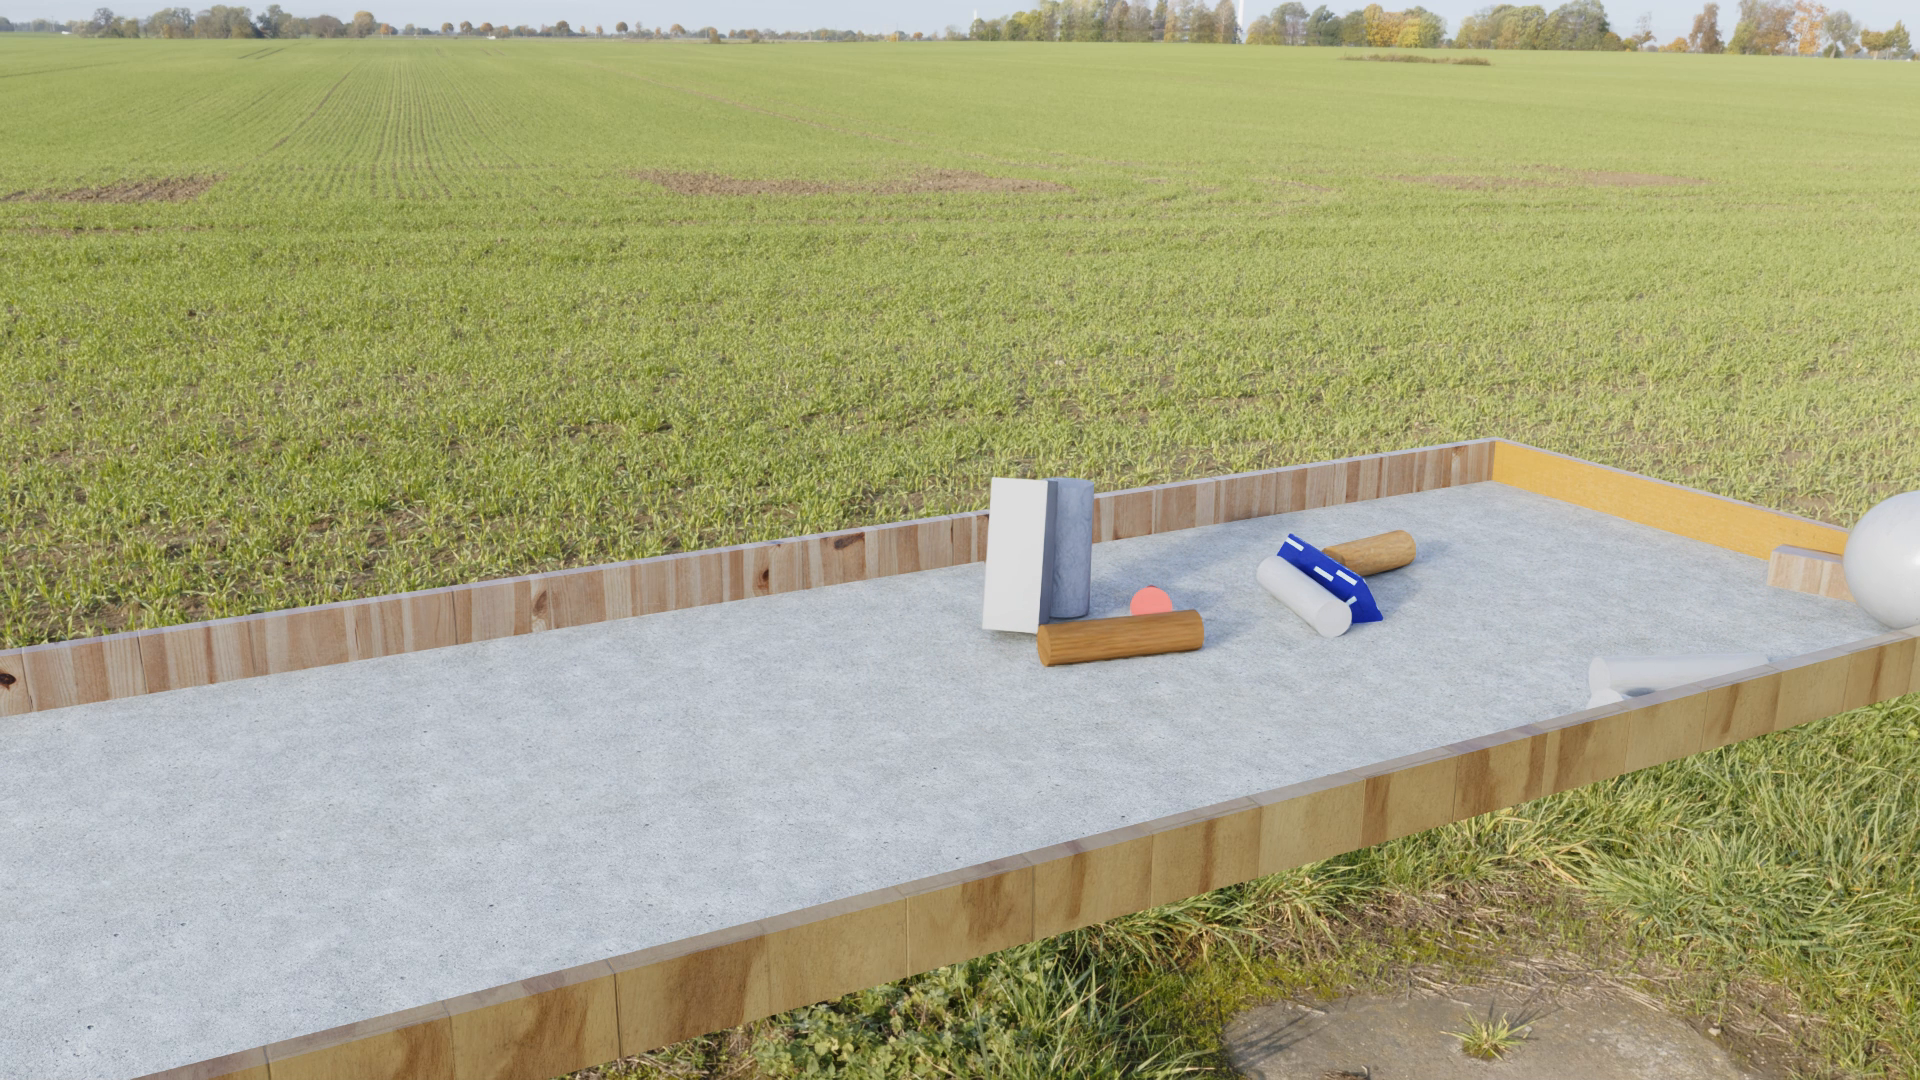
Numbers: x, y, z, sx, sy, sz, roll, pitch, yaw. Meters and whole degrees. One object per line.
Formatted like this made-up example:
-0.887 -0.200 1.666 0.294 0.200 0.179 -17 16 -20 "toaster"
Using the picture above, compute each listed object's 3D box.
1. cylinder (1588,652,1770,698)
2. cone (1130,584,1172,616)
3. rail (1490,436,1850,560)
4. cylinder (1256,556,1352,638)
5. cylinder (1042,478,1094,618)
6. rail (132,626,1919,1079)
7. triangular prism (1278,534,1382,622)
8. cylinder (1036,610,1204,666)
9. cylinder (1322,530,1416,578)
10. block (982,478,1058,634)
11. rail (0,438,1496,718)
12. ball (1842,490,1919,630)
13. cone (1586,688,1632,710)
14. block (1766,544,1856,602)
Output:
1.752 0.335 4.017 0.404 0.112 0.112 -1 16 -5 "cylinder"
0.547 0.159 4.714 0.113 0.113 0.386 2 8 7 "cone"
2.466 -0.048 5.253 0.050 0.150 2.100 -9 18 -27 "rail"
0.963 0.155 4.638 0.107 0.107 0.418 -3 17 -11 "cylinder"
0.290 0.019 4.622 0.159 0.367 0.159 1 13 0 "cylinder"
-2.336 1.006 1.665 12.000 0.150 0.050 -9 18 -27 "rail"
1.051 0.103 4.767 0.147 0.127 0.458 -4 17 -13 "triangular prism"
0.419 0.254 4.300 0.425 0.107 0.107 -5 17 -16 "cylinder"
1.232 0.050 4.986 0.312 0.112 0.112 -11 20 -34 "cylinder"
0.164 0.038 4.462 0.152 0.406 0.152 4 3 14 "block"
-3.305 0.497 3.399 12.000 0.150 0.050 -9 18 -27 "rail"
2.605 0.061 4.449 0.394 0.394 0.394 0 16 0 "ball"
1.624 0.426 3.781 0.351 0.142 0.142 7 14 -19 "cone"
2.566 0.106 4.807 0.361 0.105 0.105 14 22 40 "block"
